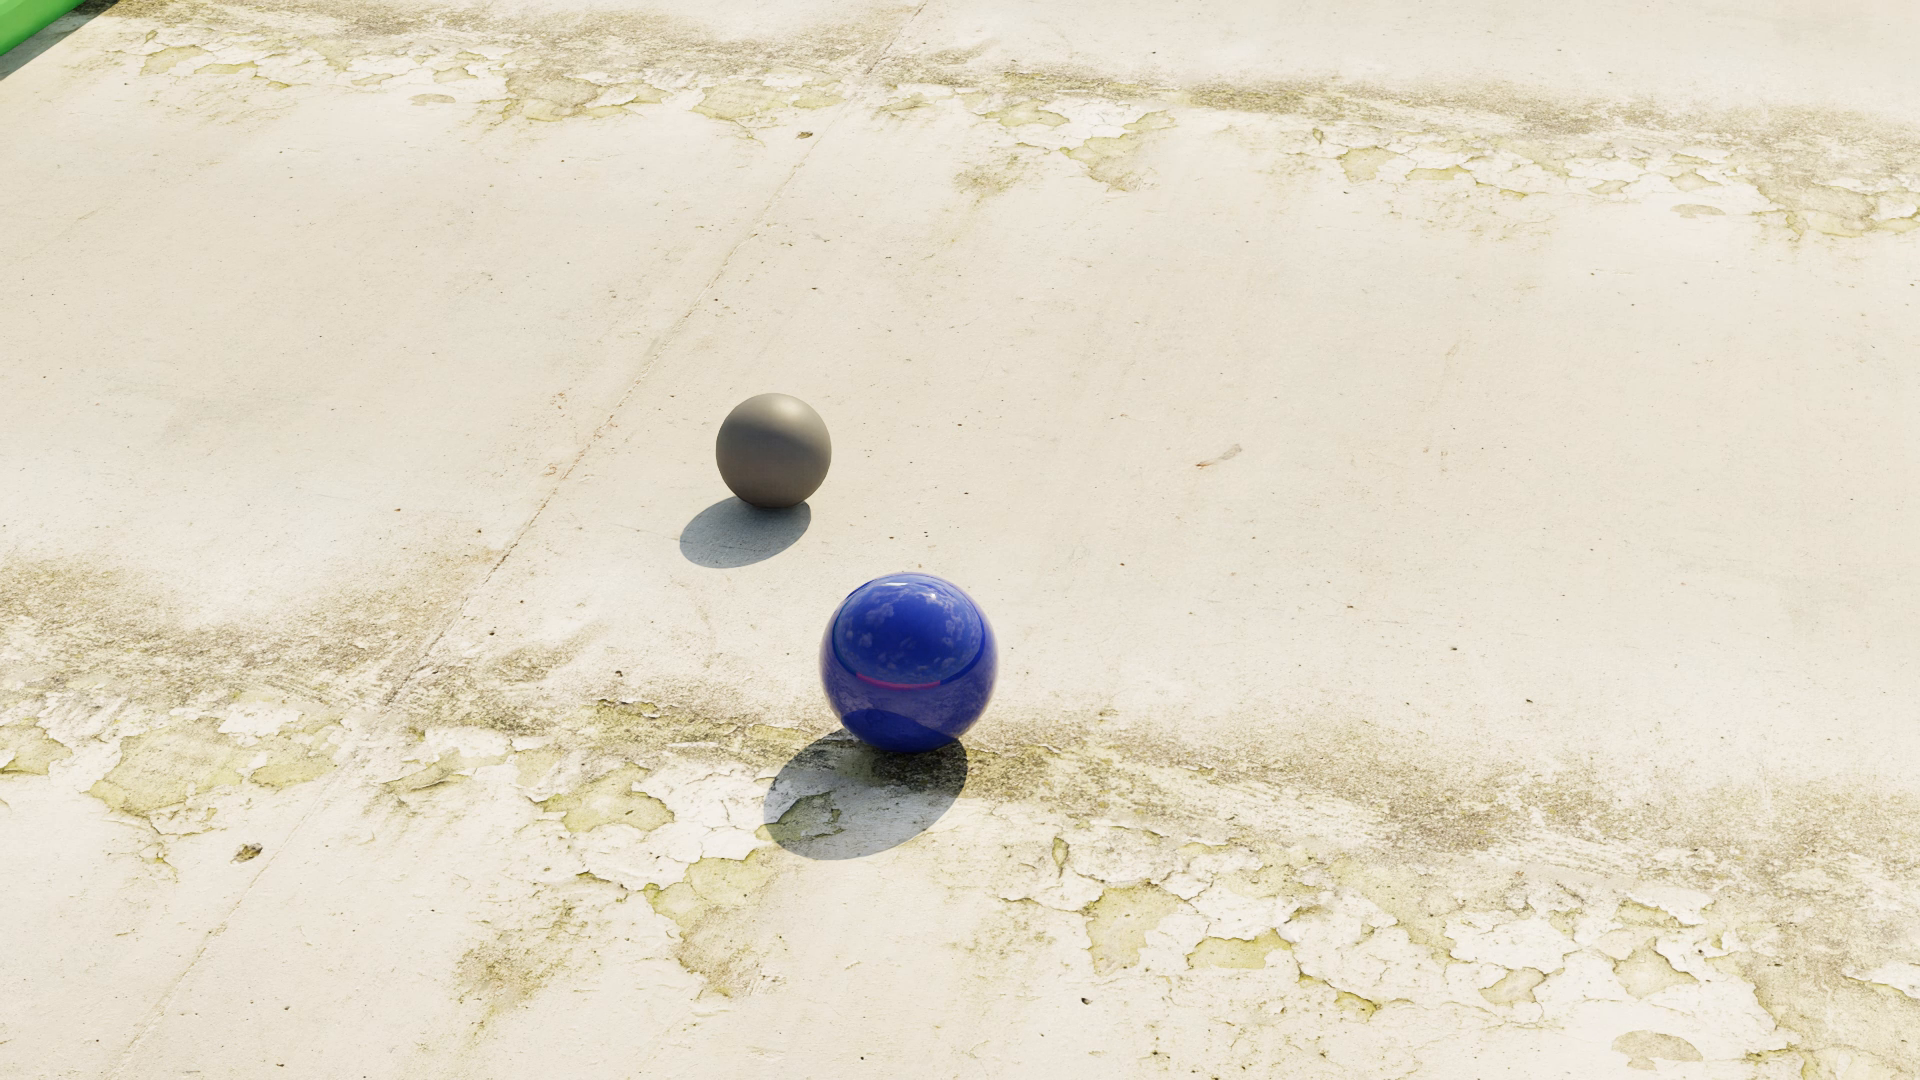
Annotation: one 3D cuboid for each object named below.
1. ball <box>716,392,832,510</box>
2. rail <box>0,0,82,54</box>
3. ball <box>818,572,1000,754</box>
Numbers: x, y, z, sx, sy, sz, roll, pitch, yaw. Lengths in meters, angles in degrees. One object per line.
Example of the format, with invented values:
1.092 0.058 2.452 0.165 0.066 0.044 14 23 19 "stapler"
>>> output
-0.112 -0.053 1.764 0.070 0.070 0.070 0 29 0 "ball"
-0.727 -0.575 2.643 0.045 0.123 3.735 7 30 12 "rail"
-0.027 0.064 1.529 0.095 0.095 0.095 0 29 0 "ball"
